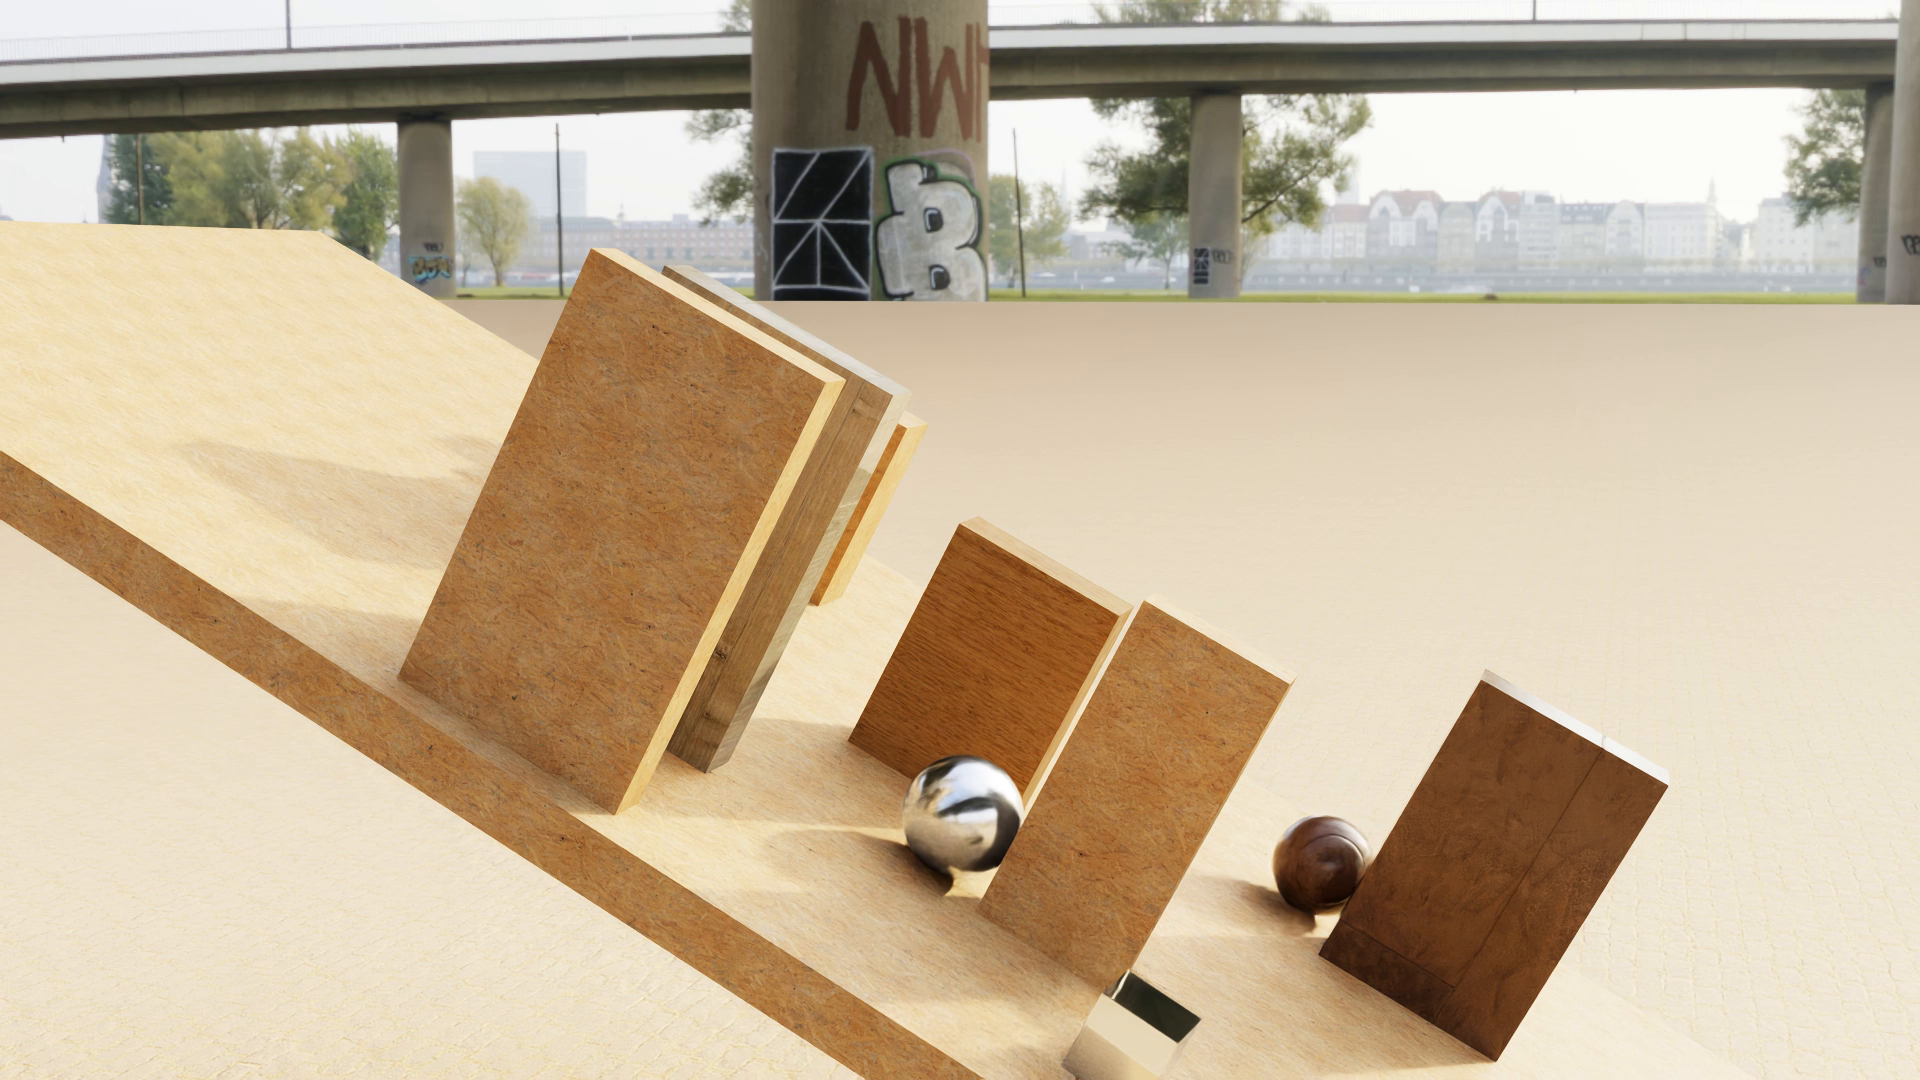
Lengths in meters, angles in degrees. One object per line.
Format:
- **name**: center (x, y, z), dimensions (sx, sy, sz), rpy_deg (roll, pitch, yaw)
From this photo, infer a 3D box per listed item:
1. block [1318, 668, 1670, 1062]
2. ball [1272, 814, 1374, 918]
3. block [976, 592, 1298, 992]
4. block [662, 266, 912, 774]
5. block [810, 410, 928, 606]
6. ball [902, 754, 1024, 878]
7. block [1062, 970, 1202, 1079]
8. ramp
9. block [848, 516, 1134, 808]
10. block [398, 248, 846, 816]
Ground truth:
- **block**: center (0.983, 0.601, 4.074), dimensions (0.374, 0.611, 0.117), rpy_deg (30, 14, 12)
- **ball**: center (0.710, 0.636, 4.297), dimensions (0.200, 0.200, 0.200), rpy_deg (0, 7, 0)
- **block**: center (0.278, 0.407, 3.512), dimensions (0.260, 0.590, 0.089), rpy_deg (30, 14, 12)
- **block**: center (-0.426, -0.033, 3.567), dimensions (0.431, 0.698, 0.098), rpy_deg (30, 14, 12)
- **block**: center (-0.307, -0.125, 4.672), dimensions (0.295, 0.429, 0.145), rpy_deg (30, 14, 12)
- **ball**: center (0.005, 0.457, 3.633), dimensions (0.203, 0.203, 0.203), rpy_deg (0, 7, 0)
- **block**: center (0.253, 0.738, 3.233), dimensions (0.130, 0.130, 0.130), rpy_deg (31, 15, 16)
- **ramp**: center (-0.223, 0.371, 4.148), dimensions (4.000, 0.100, 2.000), rpy_deg (30, 14, 12)
- **block**: center (0.054, 0.242, 3.963), dimensions (0.329, 0.458, 0.118), rpy_deg (30, 14, 12)
- **block**: center (-0.511, -0.011, 3.260), dimensions (0.407, 0.731, 0.083), rpy_deg (30, 14, 12)
